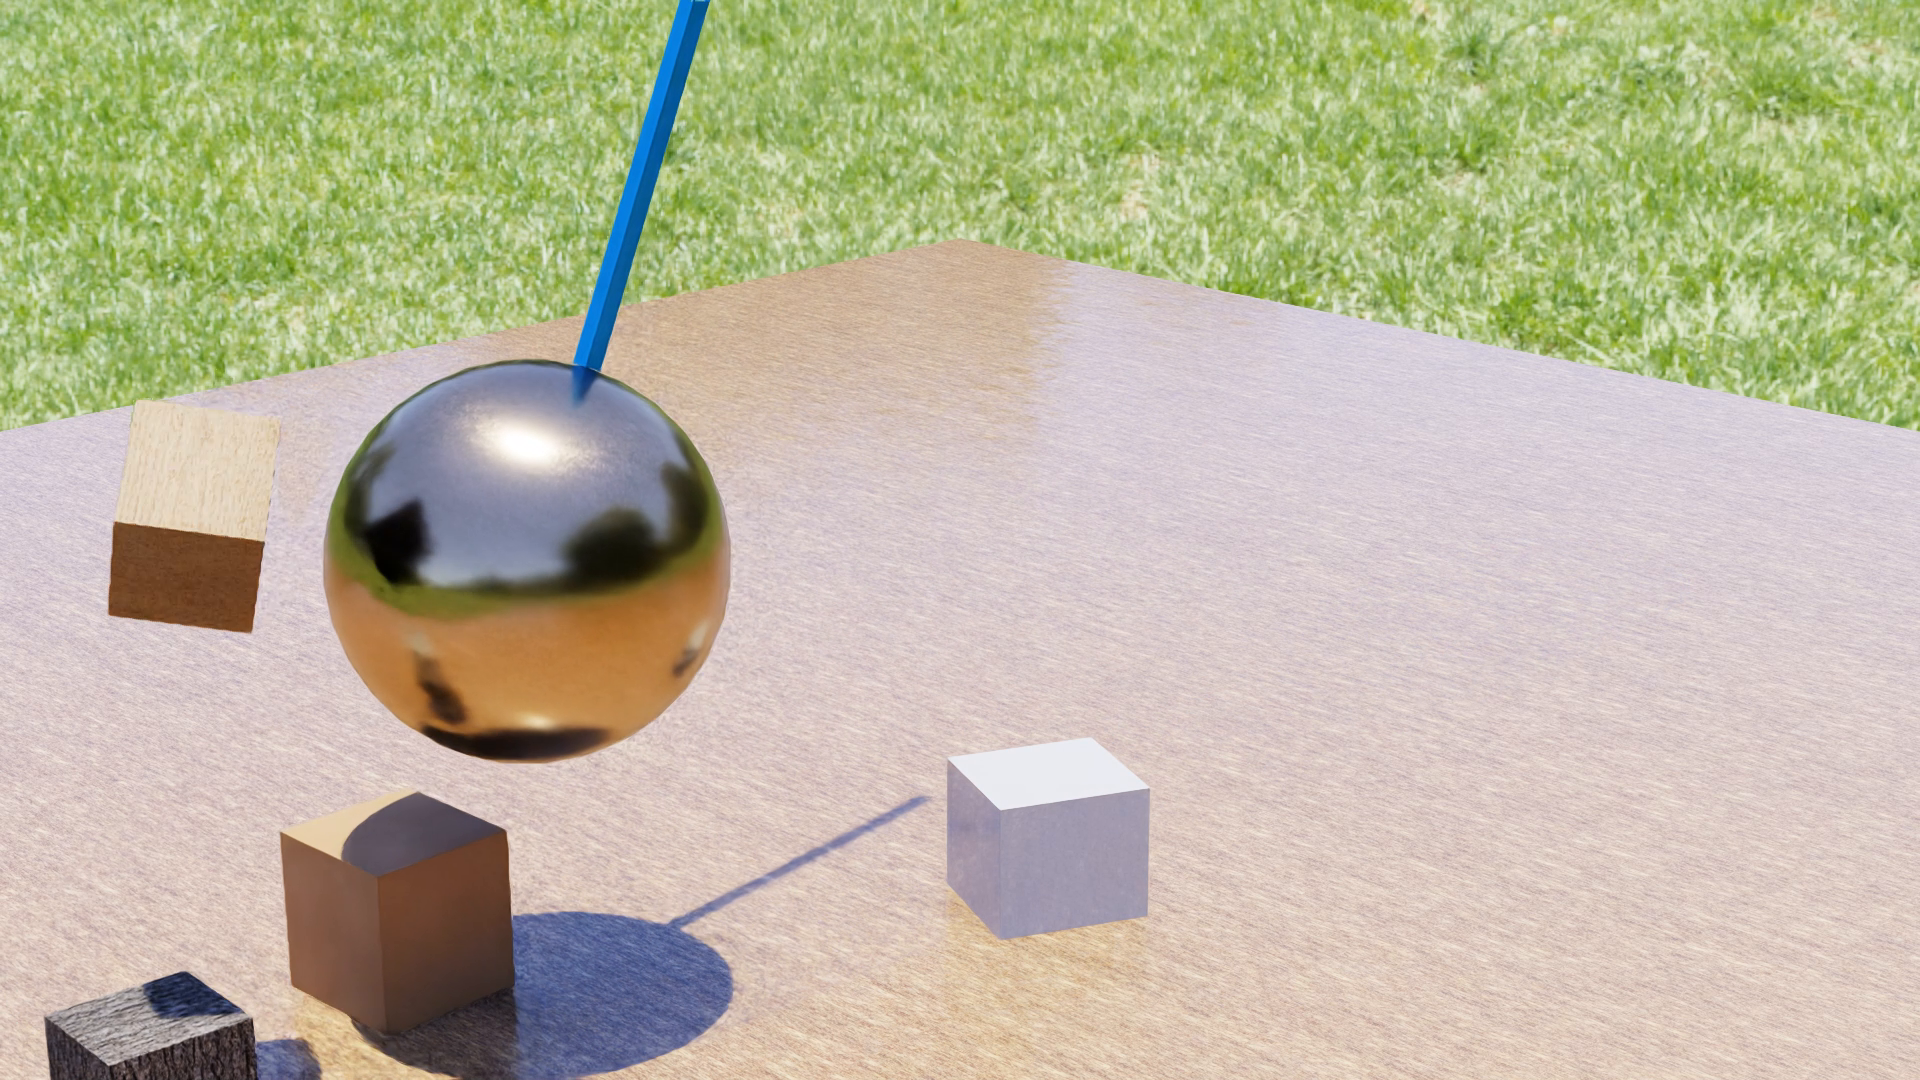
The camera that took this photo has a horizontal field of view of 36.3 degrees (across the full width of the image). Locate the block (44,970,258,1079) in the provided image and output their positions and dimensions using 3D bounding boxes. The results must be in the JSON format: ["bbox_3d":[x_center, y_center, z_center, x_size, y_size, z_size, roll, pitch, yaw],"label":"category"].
[{"bbox_3d":[-3.029,2.028,11.020,0.577,0.523,0.536,-15,23,-39],"label":"block"}]

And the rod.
[{"bbox_3d":[-0.738,-3.175,11.571,0.080,5.200,0.080,17,0,42],"label":"rod"}]

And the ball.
[{"bbox_3d":[-1.702,0.085,11.584,1.600,1.600,1.600,0,17,0],"label":"ball"}]

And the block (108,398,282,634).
[{"bbox_3d":[-2.773,-0.083,10.624,0.511,0.566,0.561,8,51,-13],"label":"block"}]

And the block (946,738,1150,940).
[{"bbox_3d":[0.387,1.325,13.103,0.706,0.615,0.652,-7,19,-20],"label":"block"}]

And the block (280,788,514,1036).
[{"bbox_3d":[-2.350,1.541,12.266,0.677,0.704,0.655,16,23,41],"label":"block"}]
